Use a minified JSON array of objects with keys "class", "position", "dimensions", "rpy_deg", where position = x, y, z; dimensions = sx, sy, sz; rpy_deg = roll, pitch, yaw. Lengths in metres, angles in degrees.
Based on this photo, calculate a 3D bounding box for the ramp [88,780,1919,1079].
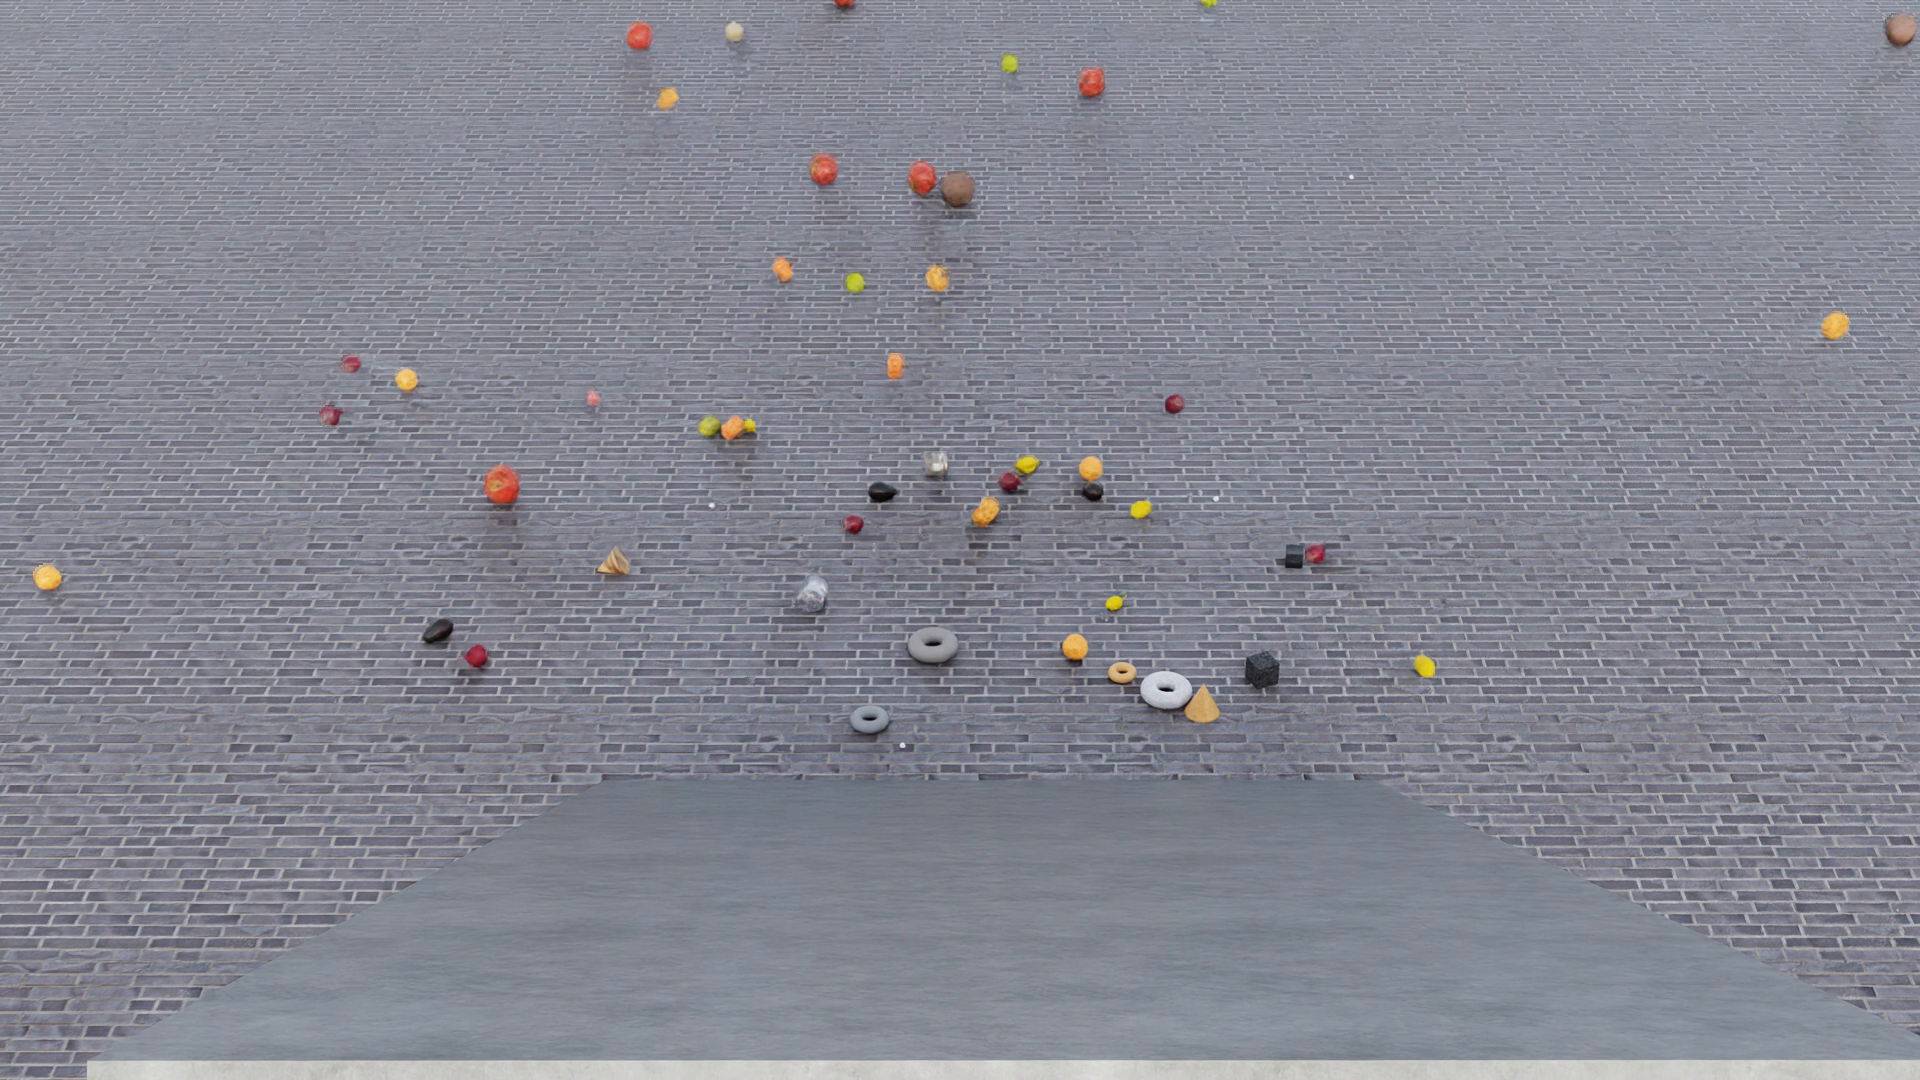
[{"class":"ramp","position":[0.073,0.639,4.751],"dimensions":[2.000,0.100,4.000],"rpy_deg":[0,-1,0]}]

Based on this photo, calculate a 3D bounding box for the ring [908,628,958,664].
[{"class":"ring","position":[-0.076,0.299,7.364],"dimensions":[0.146,0.049,0.146],"rpy_deg":[-1,32,1]}]

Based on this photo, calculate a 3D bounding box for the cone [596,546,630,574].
[{"class":"cone","position":[-1.045,0.076,7.715],"dimensions":[0.090,0.090,0.090],"rpy_deg":[-23,30,13]}]

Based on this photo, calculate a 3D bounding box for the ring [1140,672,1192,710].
[{"class":"ring","position":[0.572,0.416,7.183],"dimensions":[0.145,0.048,0.145],"rpy_deg":[1,34,-1]}]

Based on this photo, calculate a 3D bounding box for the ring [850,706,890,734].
[{"class":"ring","position":[-0.246,0.491,7.079],"dimensions":[0.109,0.036,0.109],"rpy_deg":[-1,32,0]}]

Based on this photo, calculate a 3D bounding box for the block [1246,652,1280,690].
[{"class":"block","position":[0.845,0.364,7.245],"dimensions":[0.068,0.068,0.068],"rpy_deg":[-14,35,-20]}]

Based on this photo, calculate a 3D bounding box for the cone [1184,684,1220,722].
[{"class":"cone","position":[0.666,0.433,7.111],"dimensions":[0.098,0.098,0.098],"rpy_deg":[0,33,0]}]

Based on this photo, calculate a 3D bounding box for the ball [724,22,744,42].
[{"class":"ball","position":[-0.972,-2.189,11.174],"dimensions":[0.084,0.084,0.084],"rpy_deg":[0,33,0]}]

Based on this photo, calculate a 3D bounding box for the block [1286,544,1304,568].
[{"class":"block","position":[0.999,0.049,7.747],"dimensions":[0.051,0.051,0.051],"rpy_deg":[3,33,5]}]

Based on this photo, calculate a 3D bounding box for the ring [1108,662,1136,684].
[{"class":"ring","position":[0.455,0.372,7.271],"dimensions":[0.081,0.027,0.081],"rpy_deg":[-1,34,1]}]

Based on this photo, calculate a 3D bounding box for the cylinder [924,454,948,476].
[{"class":"cylinder","position":[-0.077,-0.237,8.171],"dimensions":[0.070,0.070,0.070],"rpy_deg":[1,33,-3]}]
